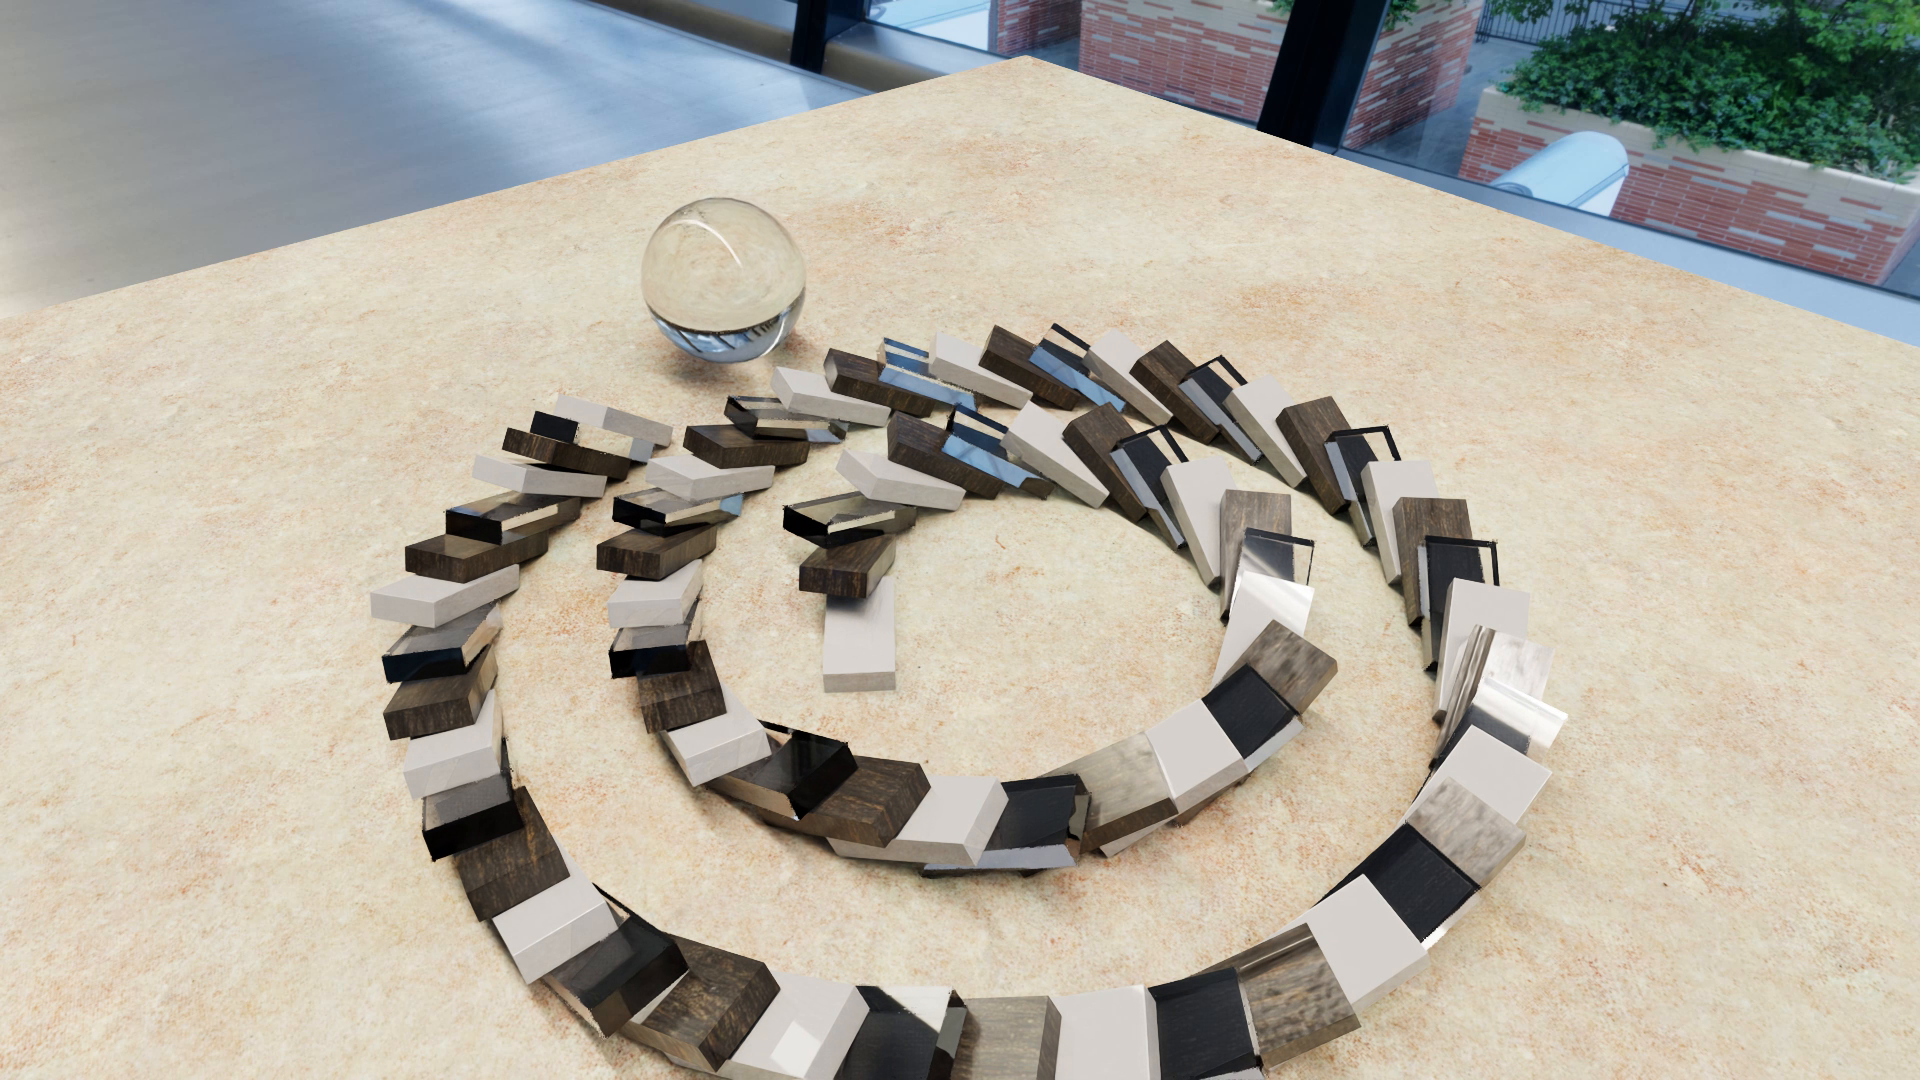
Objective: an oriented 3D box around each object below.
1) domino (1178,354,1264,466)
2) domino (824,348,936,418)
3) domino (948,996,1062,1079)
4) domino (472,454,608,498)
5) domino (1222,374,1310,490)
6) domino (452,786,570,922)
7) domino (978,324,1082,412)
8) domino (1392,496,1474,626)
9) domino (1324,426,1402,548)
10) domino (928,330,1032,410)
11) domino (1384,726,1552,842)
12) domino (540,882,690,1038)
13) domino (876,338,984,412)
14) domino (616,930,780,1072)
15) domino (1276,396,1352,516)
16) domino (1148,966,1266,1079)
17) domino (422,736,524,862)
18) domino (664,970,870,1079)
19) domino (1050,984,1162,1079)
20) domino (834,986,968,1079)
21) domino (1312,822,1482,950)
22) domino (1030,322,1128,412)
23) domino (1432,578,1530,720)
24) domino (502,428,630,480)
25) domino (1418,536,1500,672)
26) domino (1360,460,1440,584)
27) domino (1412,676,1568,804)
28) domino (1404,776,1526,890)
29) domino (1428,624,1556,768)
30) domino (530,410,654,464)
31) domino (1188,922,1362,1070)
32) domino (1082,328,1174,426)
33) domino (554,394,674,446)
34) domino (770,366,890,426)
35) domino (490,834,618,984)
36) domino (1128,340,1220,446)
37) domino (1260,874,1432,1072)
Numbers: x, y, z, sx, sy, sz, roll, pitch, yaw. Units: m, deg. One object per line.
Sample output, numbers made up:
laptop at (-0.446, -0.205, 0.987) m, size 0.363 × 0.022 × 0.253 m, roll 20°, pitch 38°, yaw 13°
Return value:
domino at (0.126, -0.060, 0.501) m, size 0.025 × 0.009 × 0.050 m, roll -29°, pitch 72°, yaw -31°
domino at (-0.038, -0.074, 0.518) m, size 0.050 × 0.009 × 0.025 m, roll 12°, pitch 33°, yaw -25°
domino at (-0.001, 0.128, 0.272) m, size 0.050 × 0.009 × 0.025 m, roll -13°, pitch 34°, yaw 23°
domino at (-0.172, -0.026, 0.453) m, size 0.025 × 0.009 × 0.050 m, roll 16°, pitch 5°, yaw 18°
domino at (0.142, -0.049, 0.487) m, size 0.025 × 0.010 × 0.050 m, roll -25°, pitch 70°, yaw -27°
domino at (-0.132, 0.089, 0.319) m, size 0.025 × 0.009 × 0.050 m, roll -24°, pitch 21°, yaw -26°
domino at (0.035, -0.083, 0.529) m, size 0.050 × 0.009 × 0.025 m, roll 26°, pitch 40°, yaw -8°
domino at (0.182, 0.008, 0.418) m, size 0.025 × 0.010 × 0.050 m, roll 2°, pitch 64°, yaw 2°
domino at (0.172, -0.023, 0.455) m, size 0.025 × 0.010 × 0.050 m, roll -7°, pitch 64°, yaw -9°
domino at (0.010, -0.081, 0.527) m, size 0.050 × 0.009 × 0.025 m, roll 19°, pitch 37°, yaw -15°
domino at (0.150, 0.082, 0.327) m, size 0.025 × 0.010 × 0.050 m, roll 34°, pitch 74°, yaw 34°
domino at (-0.096, 0.110, 0.293) m, size 0.025 × 0.010 × 0.050 m, roll -35°, pitch 26°, yaw -35°
domino at (-0.014, -0.079, 0.524) m, size 0.050 × 0.010 × 0.025 m, roll 16°, pitch 35°, yaw -20°
domino at (-0.073, 0.117, 0.284) m, size 0.050 × 0.010 × 0.025 m, roll -2°, pitch 32°, yaw 38°
domino at (0.159, -0.037, 0.472) m, size 0.025 × 0.010 × 0.050 m, roll -15°, pitch 67°, yaw -18°
domino at (0.048, 0.126, 0.274) m, size 0.050 × 0.010 × 0.025 m, roll -20°, pitch 37°, yaw 14°
domino at (-0.148, 0.077, 0.334) m, size 0.025 × 0.010 × 0.050 m, roll -18°, pitch 19°, yaw -21°
domino at (-0.050, 0.123, 0.278) m, size 0.050 × 0.010 × 0.025 m, roll -5°, pitch 33°, yaw 33°
domino at (0.024, 0.128, 0.272) m, size 0.050 × 0.010 × 0.025 m, roll -17°, pitch 36°, yaw 18°
domino at (-0.025, 0.126, 0.275) m, size 0.050 × 0.009 × 0.025 m, roll -11°, pitch 34°, yaw 26°
domino at (0.114, 0.104, 0.301) m, size 0.050 × 0.010 × 0.025 m, roll -39°, pitch 49°, yaw -7°
domino at (0.060, -0.082, 0.527) m, size 0.050 × 0.010 × 0.025 m, roll 33°, pitch 44°, yaw 0°
domino at (0.180, 0.040, 0.379) m, size 0.025 × 0.010 × 0.050 m, roll 12°, pitch 65°, yaw 14°
domino at (-0.165, -0.036, 0.463) m, size 0.025 × 0.010 × 0.050 m, roll 16°, pitch 1°, yaw 18°
domino at (0.182, 0.024, 0.399) m, size 0.025 × 0.010 × 0.050 m, roll 6°, pitch 64°, yaw 7°
domino at (0.178, -0.007, 0.437) m, size 0.025 × 0.009 × 0.050 m, roll -2°, pitch 64°, yaw -3°
domino at (0.164, 0.070, 0.342) m, size 0.025 × 0.009 × 0.050 m, roll 29°, pitch 72°, yaw 30°
domino at (0.133, 0.094, 0.313) m, size 0.050 × 0.010 × 0.025 m, roll -42°, pitch 51°, yaw -9°
domino at (0.174, 0.055, 0.360) m, size 0.025 × 0.010 × 0.050 m, roll 19°, pitch 68°, yaw 22°
domino at (-0.157, -0.044, 0.473) m, size 0.025 × 0.010 × 0.050 m, roll 16°, pitch 1°, yaw 18°
domino at (0.072, 0.121, 0.280) m, size 0.050 × 0.009 × 0.025 m, roll -27°, pitch 41°, yaw 6°
domino at (0.084, -0.077, 0.522) m, size 0.050 × 0.010 × 0.025 m, roll 41°, pitch 50°, yaw 8°
domino at (-0.151, -0.052, 0.483) m, size 0.025 × 0.009 × 0.050 m, roll 16°, pitch 1°, yaw 18°
domino at (-0.060, -0.066, 0.508) m, size 0.050 × 0.009 × 0.025 m, roll 6°, pitch 32°, yaw -35°
domino at (-0.116, 0.101, 0.305) m, size 0.025 × 0.010 × 0.050 m, roll -27°, pitch 22°, yaw -29°
domino at (0.106, -0.069, 0.512) m, size 0.050 × 0.010 × 0.025 m, roll 45°, pitch 53°, yaw 12°
domino at (0.094, 0.113, 0.289) m, size 0.050 × 0.010 × 0.025 m, roll -33°, pitch 45°, yaw -1°
